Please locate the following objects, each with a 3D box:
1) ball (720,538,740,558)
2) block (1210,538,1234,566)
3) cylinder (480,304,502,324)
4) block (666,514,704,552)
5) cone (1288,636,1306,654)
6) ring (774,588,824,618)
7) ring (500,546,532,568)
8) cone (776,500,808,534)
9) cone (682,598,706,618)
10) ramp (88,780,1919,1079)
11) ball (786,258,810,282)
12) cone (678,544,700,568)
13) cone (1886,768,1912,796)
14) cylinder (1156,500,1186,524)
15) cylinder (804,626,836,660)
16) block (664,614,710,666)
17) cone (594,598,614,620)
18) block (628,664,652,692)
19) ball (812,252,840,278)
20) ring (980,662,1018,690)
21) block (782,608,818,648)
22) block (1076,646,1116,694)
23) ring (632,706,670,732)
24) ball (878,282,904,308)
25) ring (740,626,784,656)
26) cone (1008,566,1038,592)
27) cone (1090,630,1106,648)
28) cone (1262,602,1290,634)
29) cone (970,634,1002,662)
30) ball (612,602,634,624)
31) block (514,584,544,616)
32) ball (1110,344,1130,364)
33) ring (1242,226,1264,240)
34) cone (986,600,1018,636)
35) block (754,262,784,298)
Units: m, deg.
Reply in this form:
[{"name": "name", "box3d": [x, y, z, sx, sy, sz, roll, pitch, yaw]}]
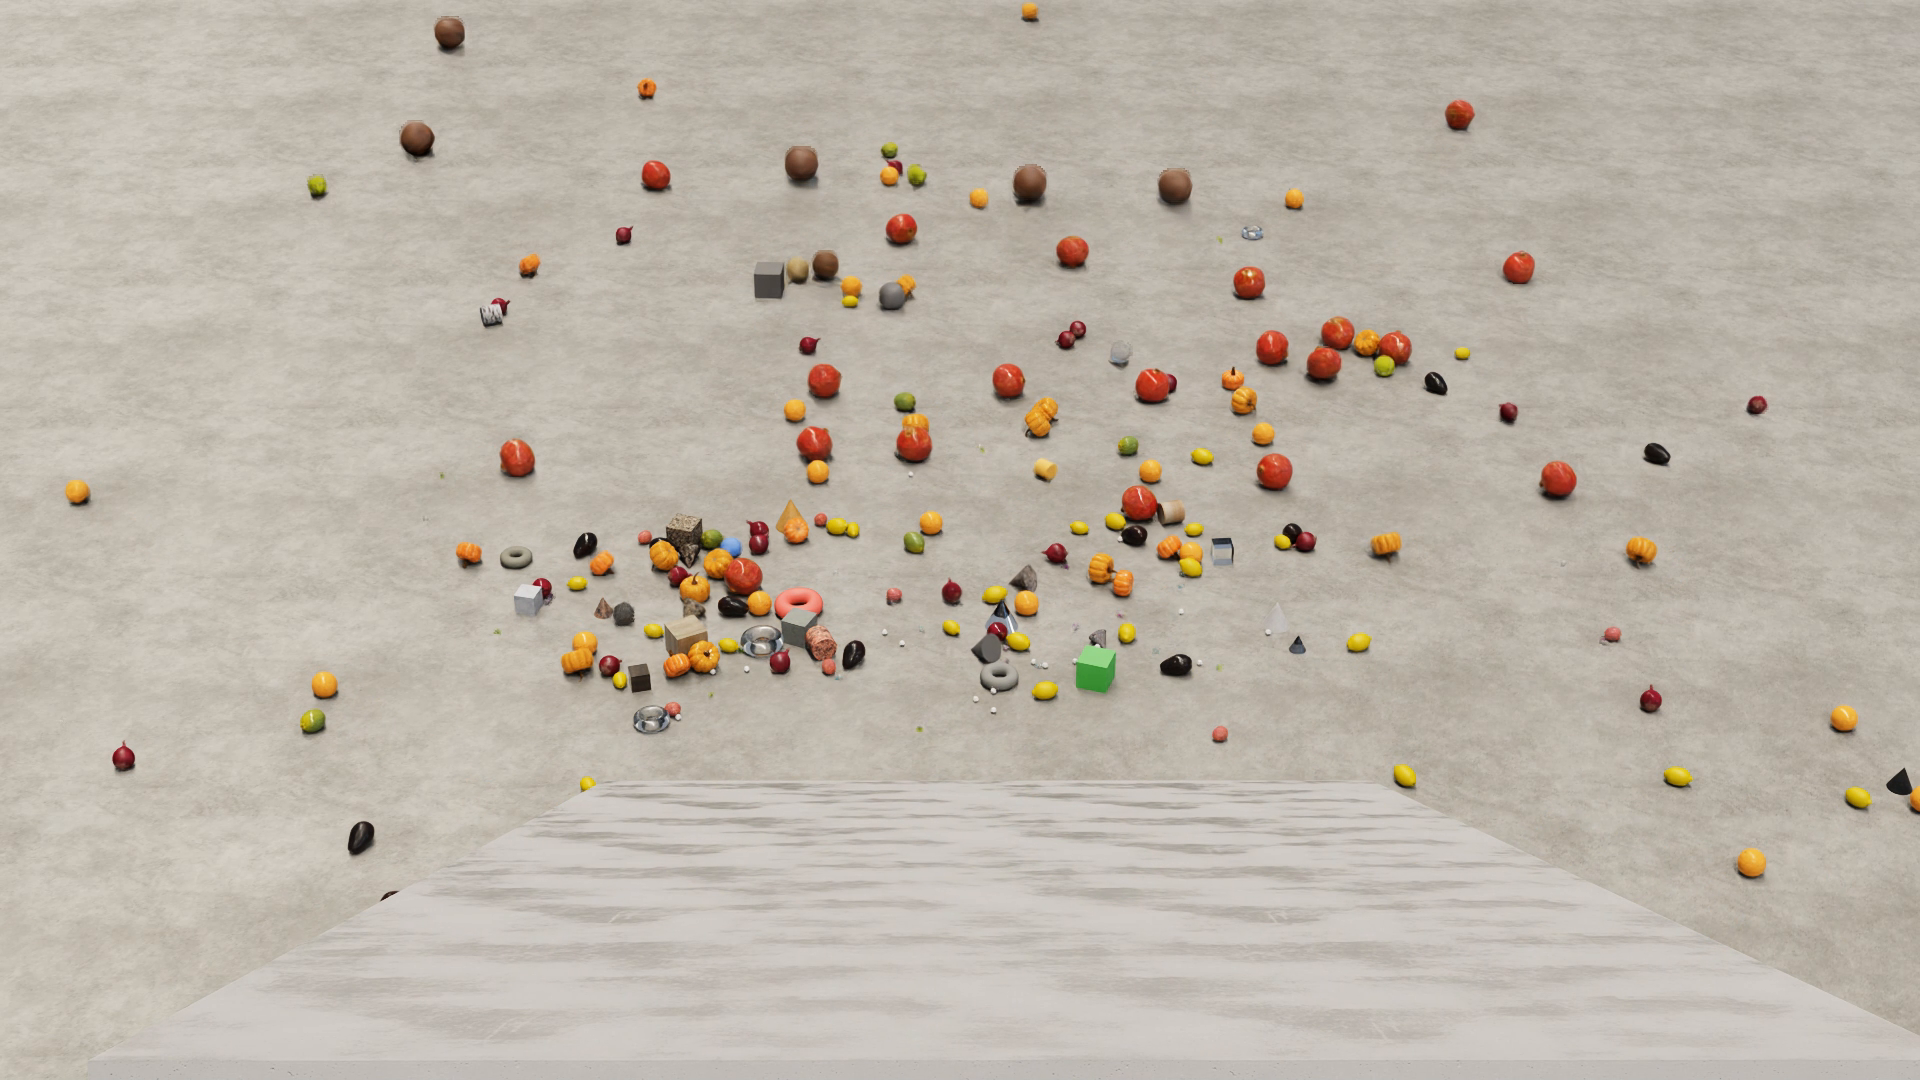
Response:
[{"name": "ball", "box3d": [-0.689, 0.023, 7.780, 0.062, 0.062, 0.062, 0, 33, 0]}, {"name": "block", "box3d": [0.785, 0.034, 7.765, 0.058, 0.058, 0.058, -3, 33, -4]}, {"name": "cylinder", "box3d": [-1.632, -0.786, 9.025, 0.065, 0.065, 0.065, -8, 33, -24]}, {"name": "block", "box3d": [-0.831, -0.018, 7.824, 0.082, 0.082, 0.082, 11, 34, 16]}, {"name": "cone", "box3d": [0.962, 0.291, 7.377, 0.050, 0.050, 0.050, 0, 33, 0]}, {"name": "ring", "box3d": [-0.469, 0.188, 7.539, 0.143, 0.048, 0.143, -1, 33, 1]}, {"name": "ring", "box3d": [-1.329, 0.051, 7.764, 0.097, 0.032, 0.097, 1, 32, -1]}, {"name": "cone", "box3d": [-0.516, -0.085, 7.912, 0.098, 0.098, 0.098, 0, 33, 0]}, {"name": "cone", "box3d": [-0.786, 0.218, 7.504, 0.074, 0.074, 0.074, 19, 64, 27]}, {"name": "ramp", "box3d": [0.073, 0.639, 4.752, 2.000, 0.100, 4.000, 0, -1, 0]}, {"name": "ball", "box3d": [-0.581, -0.968, 9.286, 0.084, 0.084, 0.084, 0, 33, 0]}, {"name": "cone", "box3d": [-0.809, 0.058, 7.753, 0.070, 0.070, 0.070, -3, 60, -4]}, {"name": "cone", "box3d": [2.486, 0.626, 6.844, 0.067, 0.067, 0.067, 0, 33, 0]}, {"name": "cylinder", "box3d": [0.646, -0.086, 7.942, 0.068, 0.068, 0.068, -10, 34, -14]}, {"name": "cylinder", "box3d": [-0.395, 0.292, 7.356, 0.072, 0.072, 0.072, -12, 35, -18]}, {"name": "block", "box3d": [-0.774, 0.285, 7.347, 0.092, 0.092, 0.092, -17, 37, -24]}, {"name": "cone", "box3d": [-1.035, 0.189, 7.526, 0.058, 0.058, 0.058, 0, 33, 0]}, {"name": "block", "box3d": [-0.893, 0.385, 7.229, 0.054, 0.054, 0.054, -9, 34, -13]}, {"name": "ball", "box3d": [-0.481, -0.985, 9.301, 0.097, 0.097, 0.097, 0, 33, 0]}, {"name": "ring", "box3d": [0.110, 0.381, 7.251, 0.109, 0.036, 0.109, 1, 34, 0]}, {"name": "block", "box3d": [-0.459, 0.251, 7.414, 0.076, 0.076, 0.076, 14, 36, 21]}, {"name": "block", "box3d": [0.379, 0.360, 7.236, 0.087, 0.087, 0.087, 11, 35, 16]}, {"name": "ring", "box3d": [-0.843, 0.489, 7.087, 0.102, 0.034, 0.102, -1, 32, 1]}, {"name": "ball", "box3d": [-0.241, -0.860, 9.111, 0.095, 0.095, 0.095, 0, 33, 0]}, {"name": "ring", "box3d": [-0.564, 0.287, 7.391, 0.126, 0.042, 0.126, -1, 34, 1]}, {"name": "cone", "box3d": [0.175, 0.121, 7.652, 0.079, 0.079, 0.079, -14, 24, 31]}, {"name": "cone", "box3d": [0.403, 0.292, 7.398, 0.055, 0.055, 0.055, -14, 62, -21]}, {"name": "cone", "box3d": [0.912, 0.212, 7.469, 0.082, 0.082, 0.082, 0, 33, 0]}, {"name": "cone", "box3d": [0.059, 0.309, 7.361, 0.083, 0.083, 0.083, -7, 21, 44]}, {"name": "ball", "box3d": [-0.971, 0.212, 7.488, 0.063, 0.063, 0.063, 0, 33, 0]}, {"name": "block", "box3d": [-1.255, 0.174, 7.546, 0.062, 0.062, 0.062, 8, 34, 12]}, {"name": "ball", "box3d": [0.544, -0.632, 8.782, 0.069, 0.069, 0.069, 0, 33, 0]}, {"name": "ring", "box3d": [1.083, -1.140, 9.605, 0.082, 0.027, 0.082, 0, 34, 0]}, {"name": "cone", "box3d": [0.120, 0.207, 7.463, 0.097, 0.097, 0.097, 0, 33, 0]}, {"name": "block", "box3d": [-0.677, -0.922, 9.206, 0.096, 0.096, 0.096, 2, 33, 3]}]
